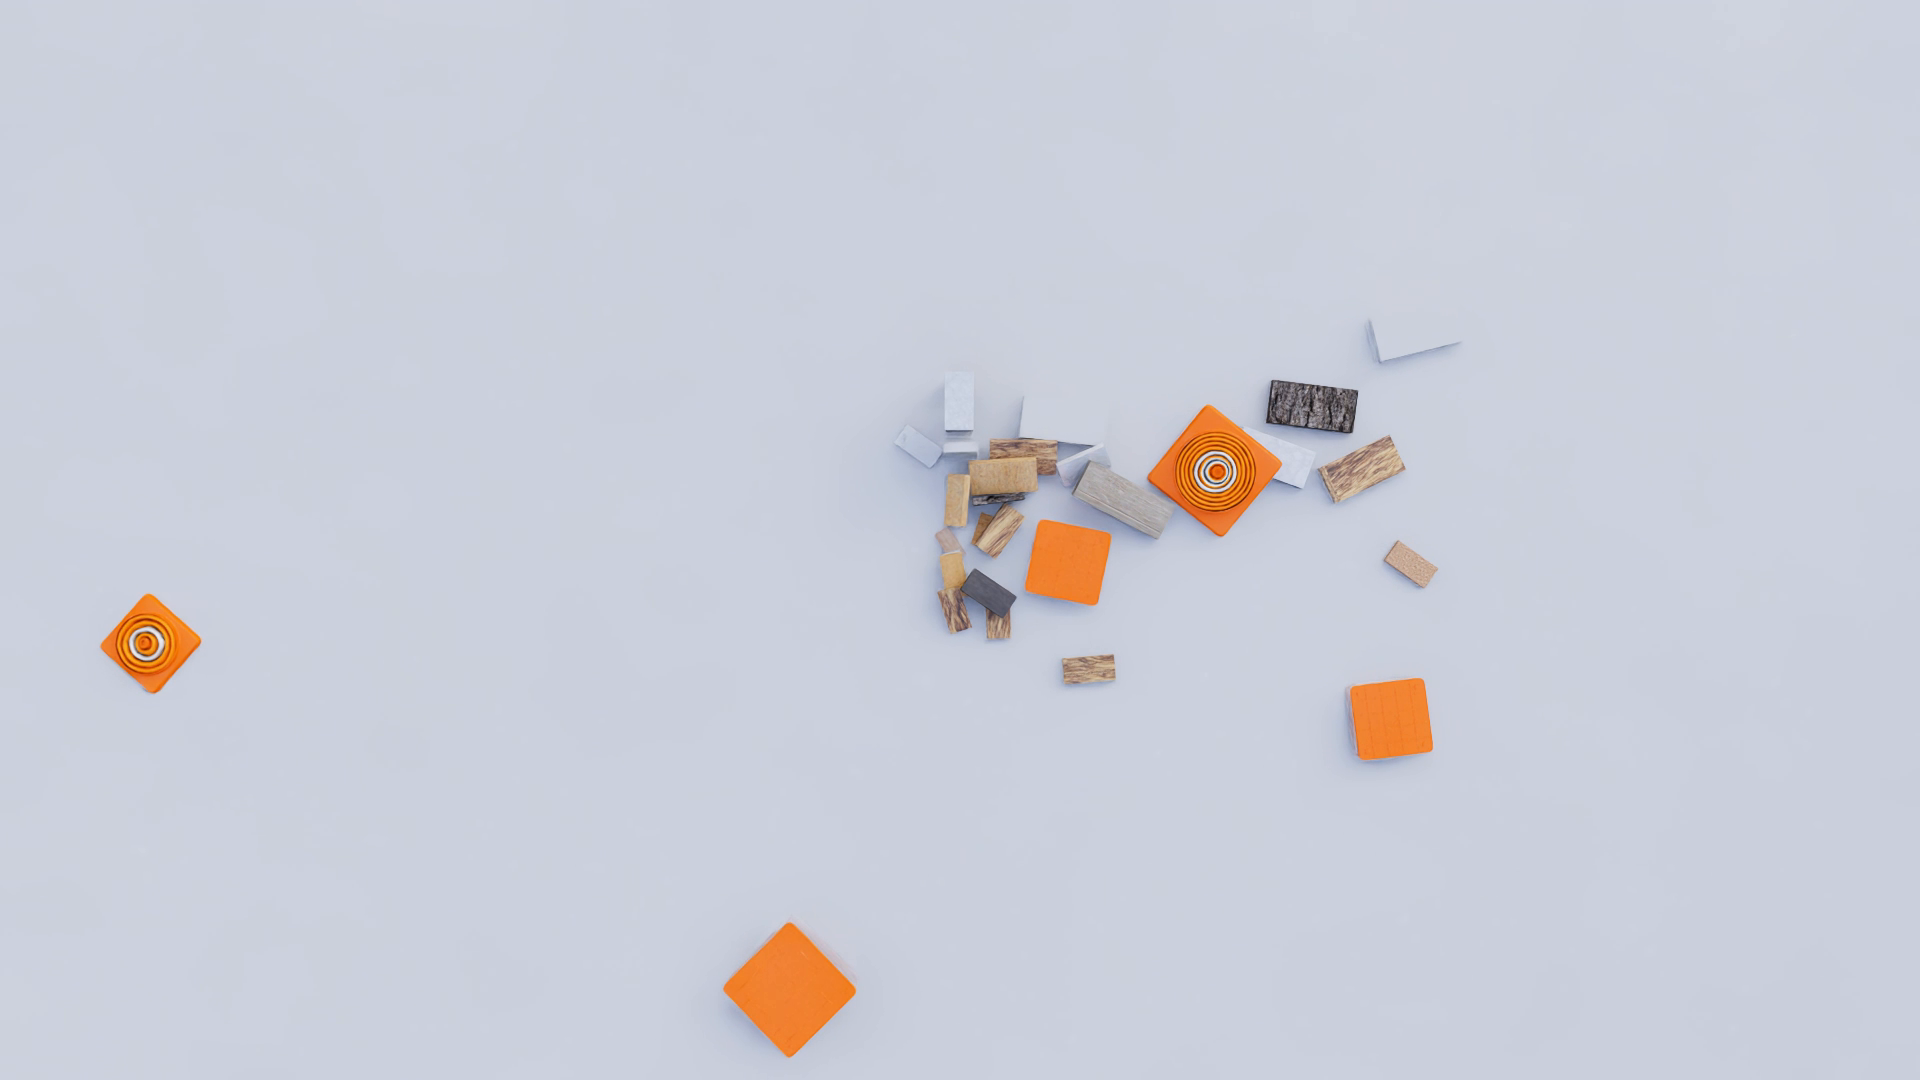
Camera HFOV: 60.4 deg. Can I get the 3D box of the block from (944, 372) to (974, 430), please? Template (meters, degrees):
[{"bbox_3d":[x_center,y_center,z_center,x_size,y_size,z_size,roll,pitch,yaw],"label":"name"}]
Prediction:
[{"bbox_3d":[-0.003,-0.446,5.301,0.093,0.026,0.186,0,90,0],"label":"block"}]

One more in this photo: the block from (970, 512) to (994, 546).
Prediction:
[{"bbox_3d":[0.079,-0.031,5.492,0.055,0.016,0.111,19,90,0],"label":"block"}]

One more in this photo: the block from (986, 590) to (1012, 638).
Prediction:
[{"bbox_3d":[0.127,0.247,5.489,0.081,0.023,0.161,-2,90,0],"label":"block"}]

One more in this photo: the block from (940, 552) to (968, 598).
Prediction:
[{"bbox_3d":[-0.020,0.119,5.466,0.074,0.021,0.149,-11,104,-1],"label":"block"}]

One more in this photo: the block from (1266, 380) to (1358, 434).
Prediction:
[{"bbox_3d":[1.170,-0.443,5.480,0.284,0.040,0.142,7,90,0],"label":"block"}]

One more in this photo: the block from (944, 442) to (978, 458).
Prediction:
[{"bbox_3d":[0.002,-0.295,5.389,0.111,0.222,0.031,-2,89,0],"label":"block"}]

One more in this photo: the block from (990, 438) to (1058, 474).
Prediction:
[{"bbox_3d":[0.209,-0.276,5.465,0.222,0.031,0.111,1,112,0],"label":"block"}]

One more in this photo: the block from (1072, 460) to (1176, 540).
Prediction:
[{"bbox_3d":[0.541,-0.132,5.455,0.325,0.036,0.128,27,91,-9],"label":"block"}]

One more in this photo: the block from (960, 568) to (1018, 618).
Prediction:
[{"bbox_3d":[0.094,0.176,5.451,0.172,0.024,0.086,34,83,-9],"label":"block"}]

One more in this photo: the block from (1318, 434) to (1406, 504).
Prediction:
[{"bbox_3d":[1.335,-0.235,5.482,0.257,0.036,0.128,-26,90,0],"label":"block"}]

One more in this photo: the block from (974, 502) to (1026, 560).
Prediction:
[{"bbox_3d":[0.133,-0.030,5.476,0.086,0.024,0.172,36,87,-10],"label":"block"}]

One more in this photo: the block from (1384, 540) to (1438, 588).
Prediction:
[{"bbox_3d":[1.501,0.081,5.489,0.161,0.023,0.081,35,90,0],"label":"block"}]

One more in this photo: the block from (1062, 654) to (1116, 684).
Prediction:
[{"bbox_3d":[0.429,0.429,5.488,0.172,0.024,0.086,-5,90,0],"label":"block"}]

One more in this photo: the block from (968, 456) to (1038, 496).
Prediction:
[{"bbox_3d":[0.144,-0.212,5.457,0.222,0.031,0.111,-4,116,2],"label":"block"}]

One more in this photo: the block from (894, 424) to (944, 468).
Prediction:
[{"bbox_3d":[-0.136,-0.311,5.489,0.149,0.021,0.074,35,90,0],"label":"block"}]

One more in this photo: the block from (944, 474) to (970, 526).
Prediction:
[{"bbox_3d":[-0.009,-0.132,5.460,0.024,0.086,0.171,5,90,-41],"label":"block"}]

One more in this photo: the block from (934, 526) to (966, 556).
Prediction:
[{"bbox_3d":[-0.033,0.014,5.492,0.055,0.016,0.111,-33,90,0],"label":"block"}]

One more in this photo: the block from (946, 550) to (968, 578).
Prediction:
[{"bbox_3d":[-0.012,0.091,5.480,0.055,0.016,0.111,-16,102,0],"label":"block"}]

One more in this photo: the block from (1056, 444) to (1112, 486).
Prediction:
[{"bbox_3d":[0.410,-0.249,5.465,0.171,0.024,0.086,-24,124,1],"label":"block"}]

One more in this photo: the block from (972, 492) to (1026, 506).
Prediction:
[{"bbox_3d":[0.128,-0.136,5.457,0.171,0.085,0.024,-7,90,0],"label":"block"}]

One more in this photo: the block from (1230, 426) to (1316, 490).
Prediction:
[{"bbox_3d":[1.038,-0.274,5.482,0.257,0.036,0.128,20,90,0],"label":"block"}]

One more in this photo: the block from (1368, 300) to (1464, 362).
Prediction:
[{"bbox_3d":[1.515,-0.695,5.480,0.283,0.040,0.142,-14,90,0],"label":"block"}]

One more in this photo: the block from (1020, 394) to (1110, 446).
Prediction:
[{"bbox_3d":[0.346,-0.396,5.480,0.284,0.040,0.142,6,90,0],"label":"block"}]

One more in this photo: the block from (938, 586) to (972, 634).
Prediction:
[{"bbox_3d":[-0.018,0.231,5.471,0.074,0.021,0.149,-18,104,0],"label":"block"}]
